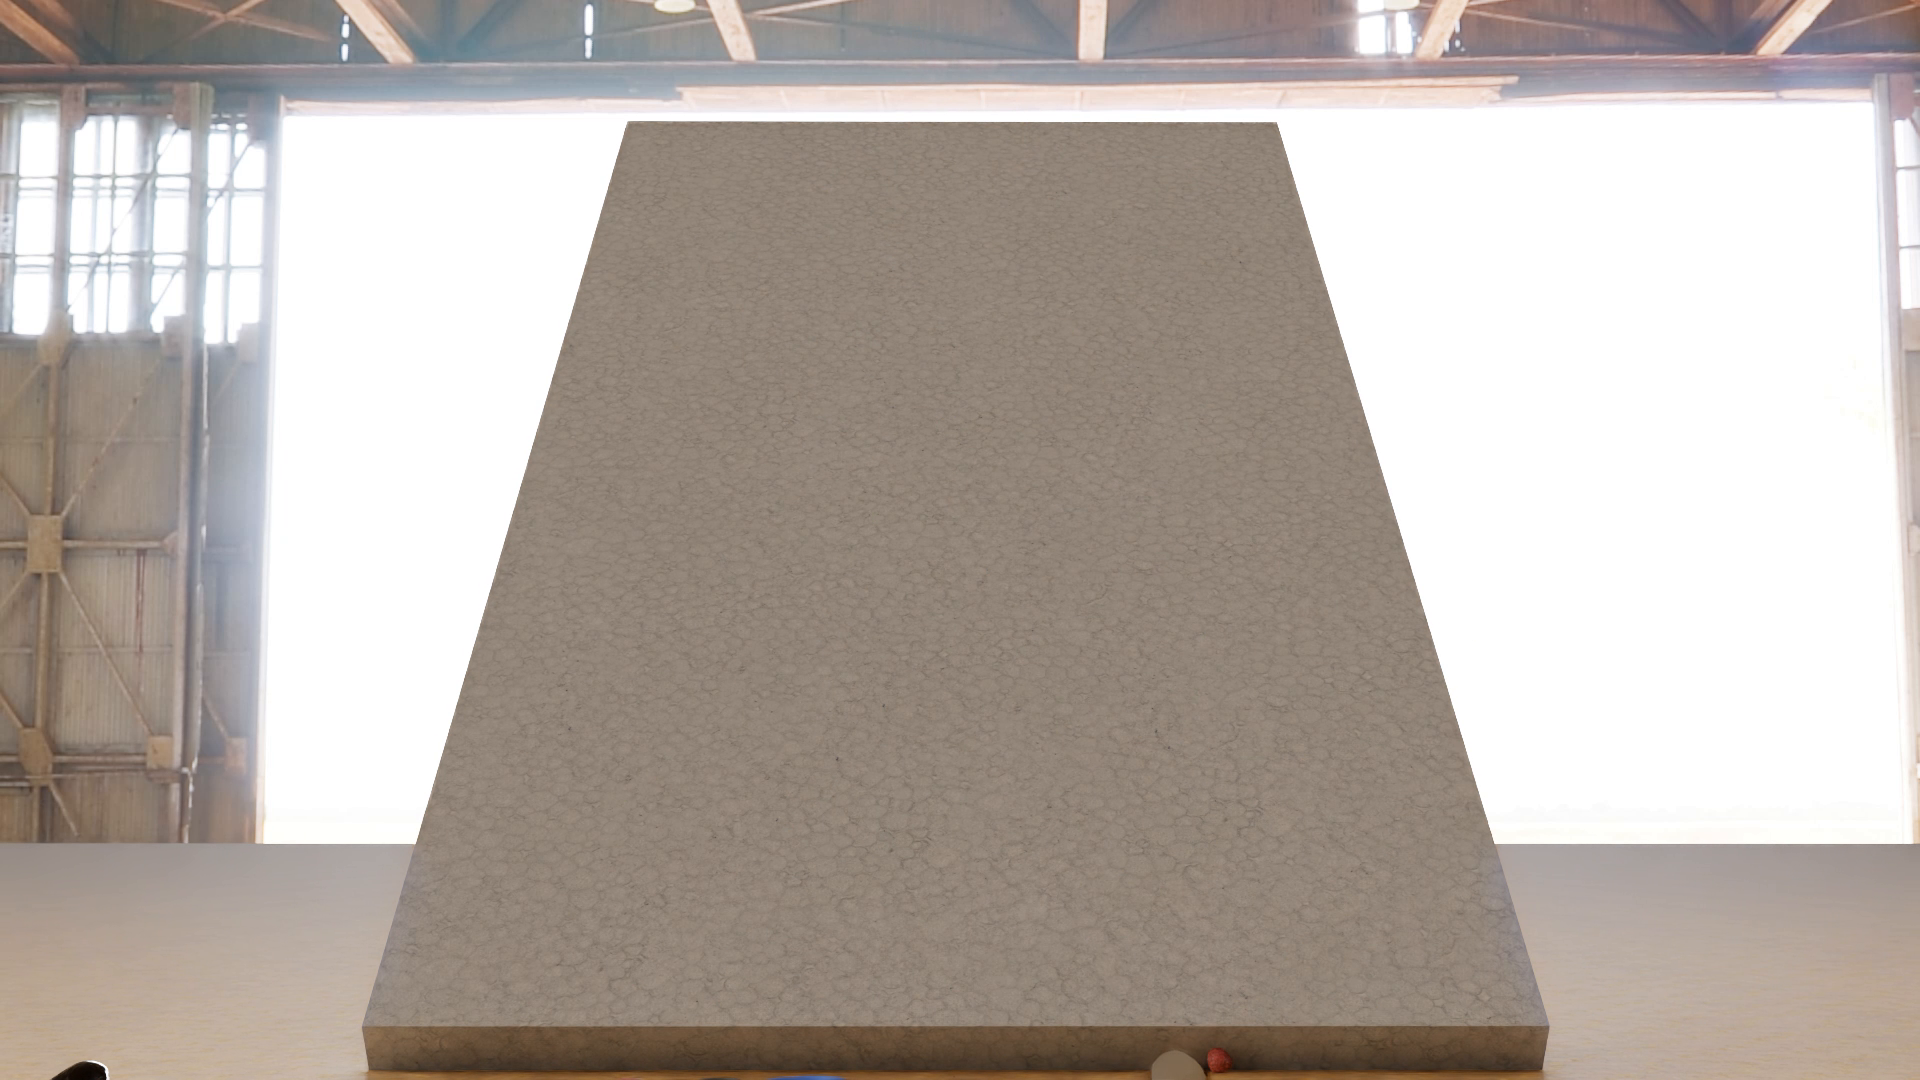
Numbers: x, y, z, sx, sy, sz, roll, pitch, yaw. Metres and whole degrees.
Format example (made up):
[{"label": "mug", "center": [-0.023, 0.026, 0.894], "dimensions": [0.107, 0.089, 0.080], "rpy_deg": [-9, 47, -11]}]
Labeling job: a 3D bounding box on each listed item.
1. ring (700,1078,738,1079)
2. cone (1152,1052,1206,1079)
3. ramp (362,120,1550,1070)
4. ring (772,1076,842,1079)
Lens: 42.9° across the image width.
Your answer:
[{"label": "ring", "center": [-0.368, 0.832, 3.699], "dimensions": [0.089, 0.030, 0.089], "rpy_deg": [-1, -6, 0]}, {"label": "cone", "center": [0.307, 0.817, 3.618], "dimensions": [0.090, 0.090, 0.090], "rpy_deg": [3, -34, -21]}, {"label": "ramp", "center": [-0.015, -0.193, 5.837], "dimensions": [2.000, 0.100, 4.000], "rpy_deg": [0, 32, 0]}, {"label": "ring", "center": [-0.225, 0.801, 3.522], "dimensions": [0.145, 0.048, 0.145], "rpy_deg": [-1, -8, 0]}]
